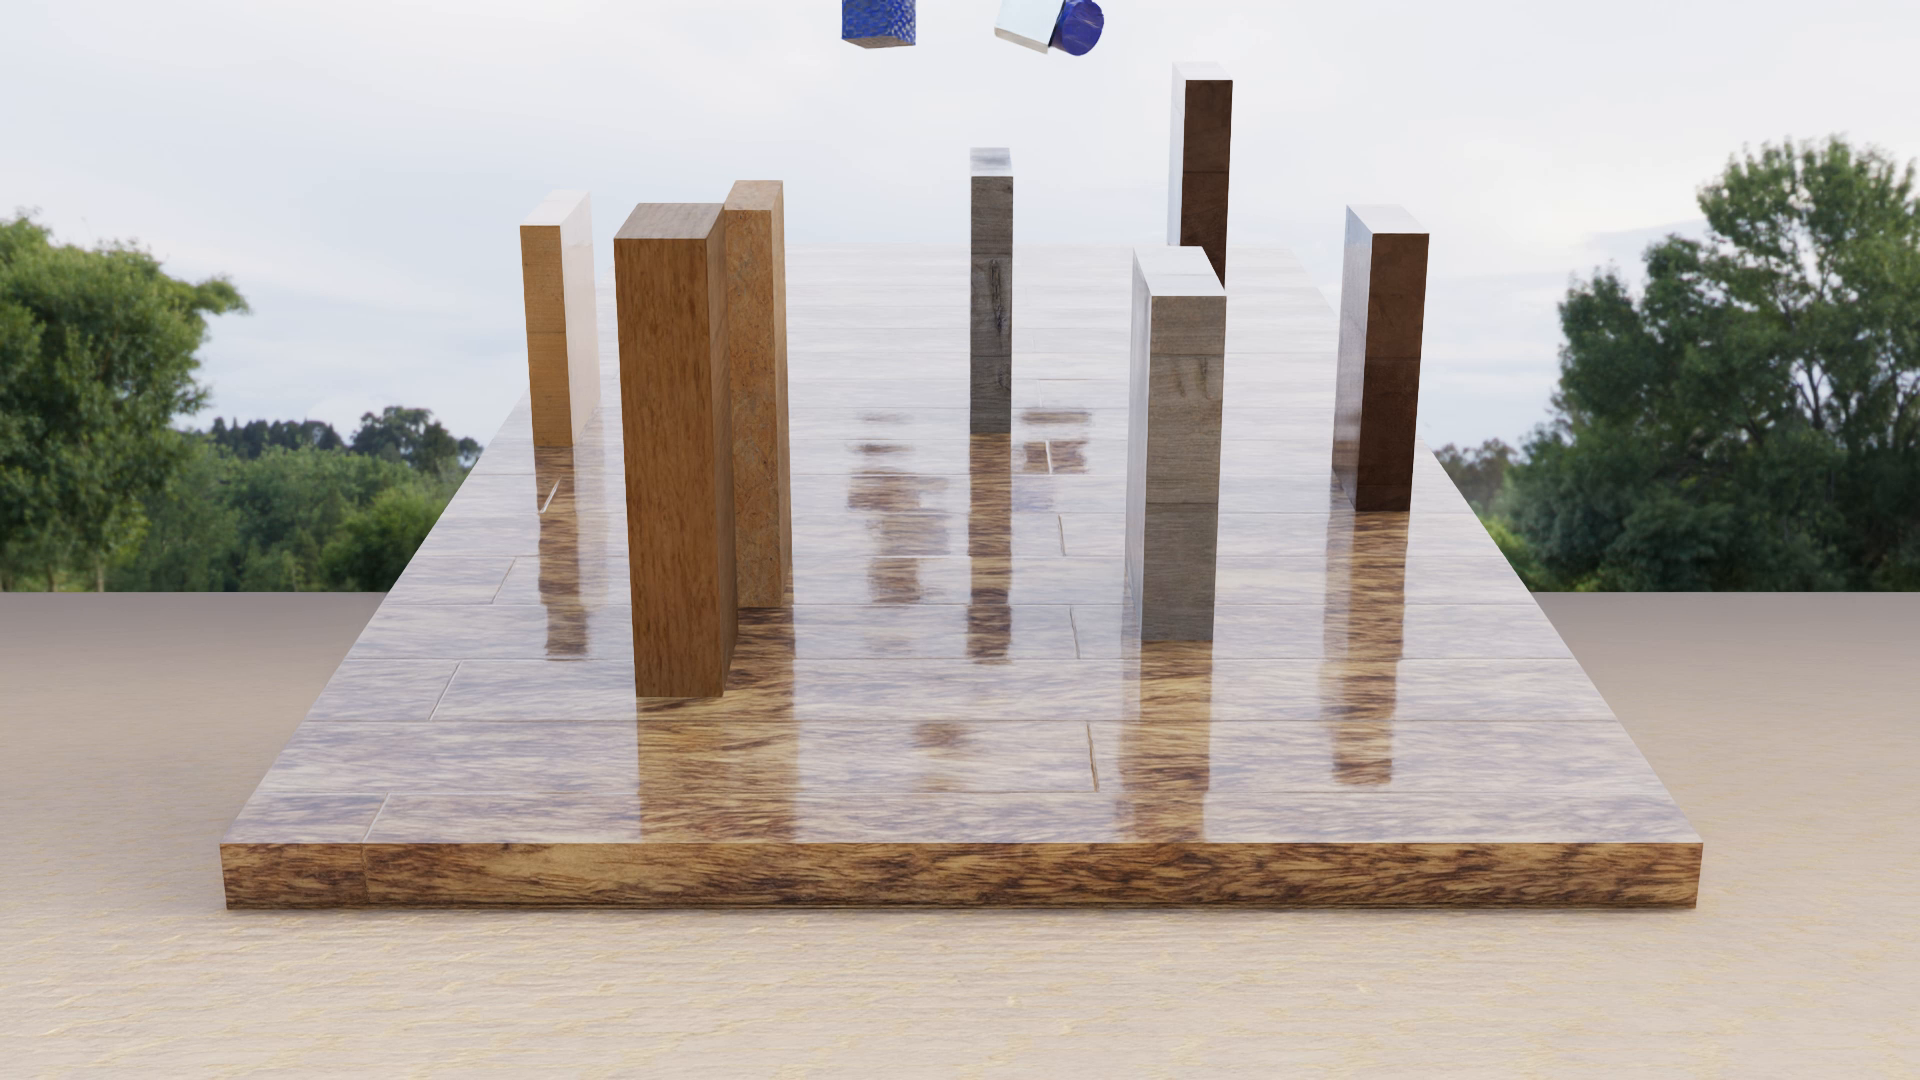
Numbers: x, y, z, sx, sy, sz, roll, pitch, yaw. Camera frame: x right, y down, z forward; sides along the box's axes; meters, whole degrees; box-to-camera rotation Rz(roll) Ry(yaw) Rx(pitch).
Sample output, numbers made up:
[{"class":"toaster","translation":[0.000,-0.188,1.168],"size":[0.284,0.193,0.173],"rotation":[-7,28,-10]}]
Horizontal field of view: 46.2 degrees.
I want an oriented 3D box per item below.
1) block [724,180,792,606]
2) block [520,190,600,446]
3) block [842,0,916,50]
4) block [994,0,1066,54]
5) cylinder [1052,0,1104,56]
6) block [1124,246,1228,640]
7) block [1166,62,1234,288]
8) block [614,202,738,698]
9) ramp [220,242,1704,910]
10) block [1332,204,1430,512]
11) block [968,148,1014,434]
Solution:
[{"class":"block","translation":[-0.349,-0.255,3.899],"size":[0.082,0.689,0.277],"rotation":[0,19,0]},{"class":"block","translation":[-0.865,-0.490,4.902],"size":[0.083,0.475,0.407],"rotation":[0,19,0]},{"class":"block","translation":[-0.236,-1.531,6.563],"size":[0.162,0.162,0.162],"rotation":[2,2,25]},{"class":"block","translation":[0.206,-1.541,6.594],"size":[0.165,0.165,0.165],"rotation":[20,3,1]},{"class":"cylinder","translation":[0.316,-1.576,6.841],"size":[0.170,0.170,0.170],"rotation":[1,24,-45]},{"class":"block","translation":[0.360,-0.172,3.823],"size":[0.119,0.582,0.380],"rotation":[0,19,0]},{"class":"block","translation":[0.527,-0.675,5.038],"size":[0.101,0.741,0.305],"rotation":[0,19,0]},{"class":"block","translation":[-0.437,-0.142,3.520],"size":[0.135,0.722,0.279],"rotation":[0,19,0]},{"class":"ramp","translation":[-0.004,-0.198,4.942],"size":[2.000,0.100,4.000],"rotation":[0,19,0]},{"class":"block","translation":[0.822,-0.362,4.431],"size":[0.107,0.547,0.294],"rotation":[0,19,0]},{"class":"block","translation":[0.066,-0.556,4.968],"size":[0.089,0.559,0.371],"rotation":[0,19,0]}]
